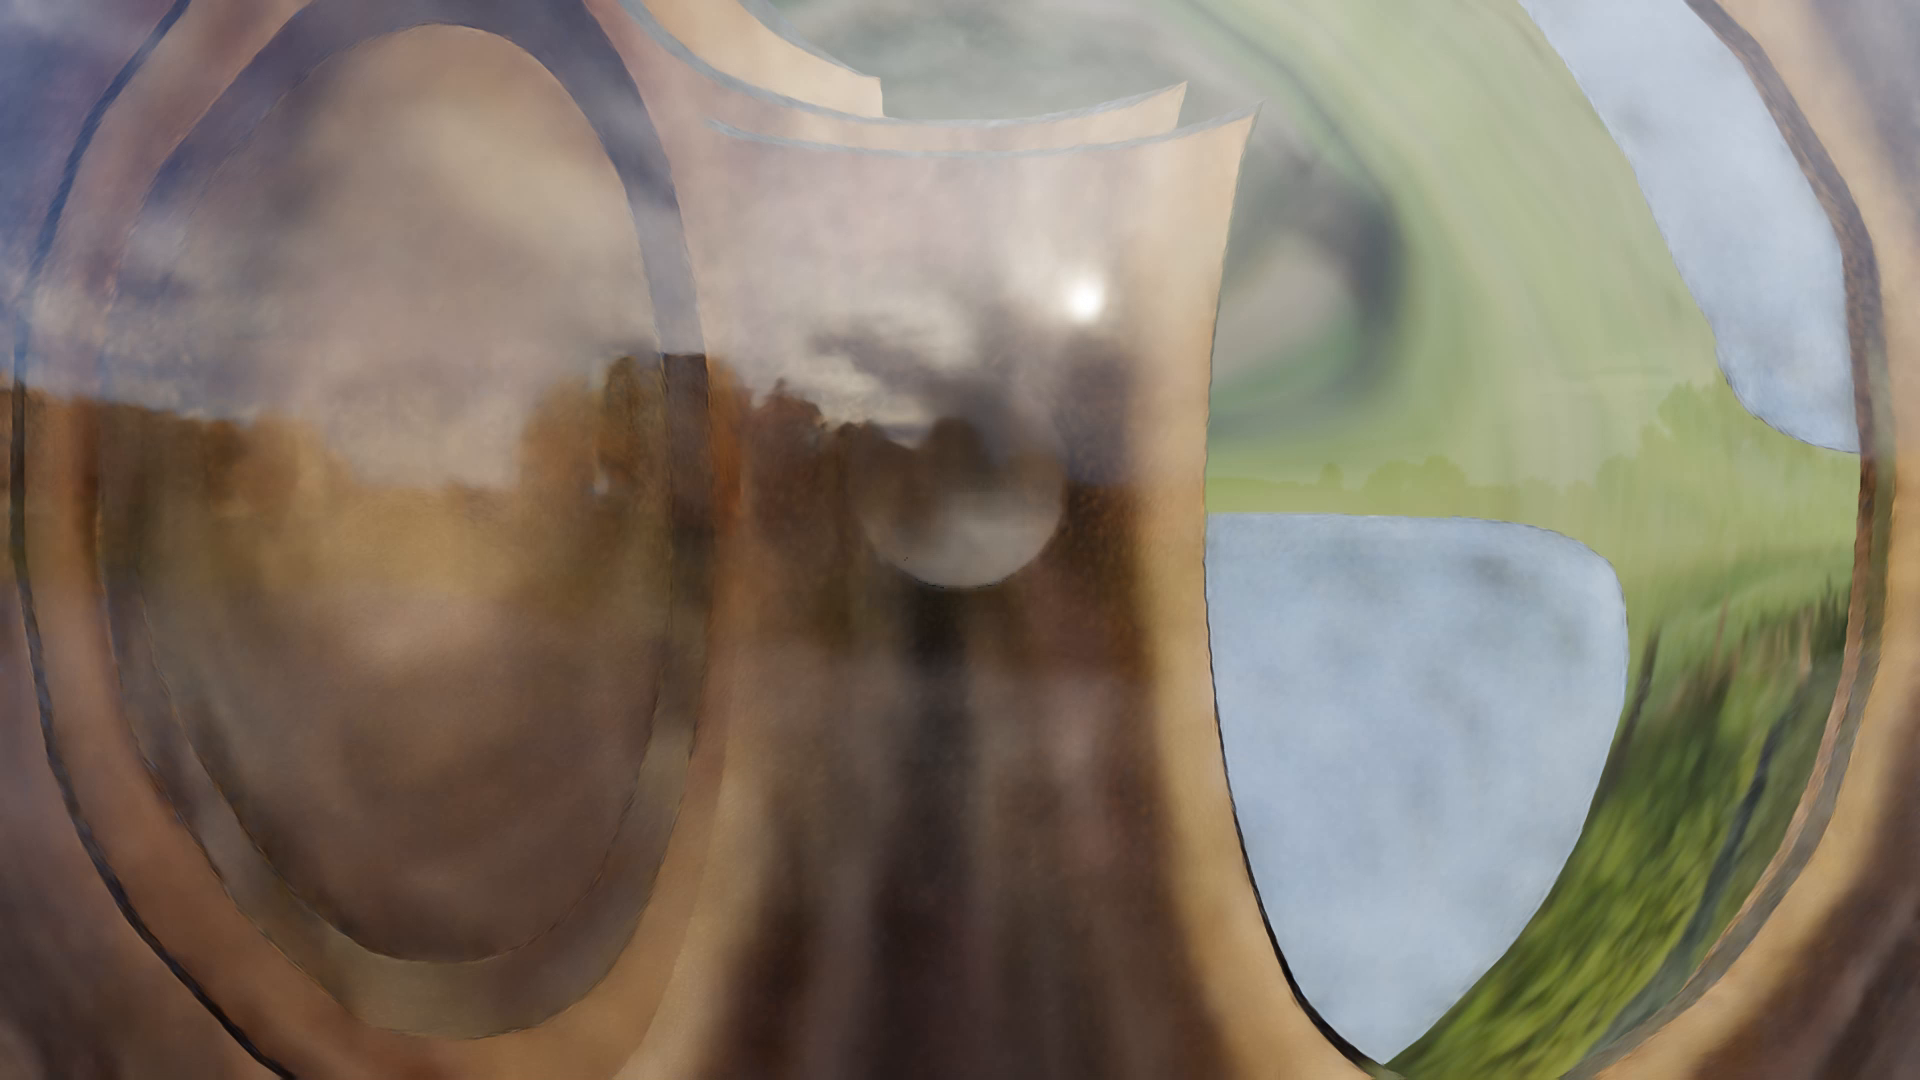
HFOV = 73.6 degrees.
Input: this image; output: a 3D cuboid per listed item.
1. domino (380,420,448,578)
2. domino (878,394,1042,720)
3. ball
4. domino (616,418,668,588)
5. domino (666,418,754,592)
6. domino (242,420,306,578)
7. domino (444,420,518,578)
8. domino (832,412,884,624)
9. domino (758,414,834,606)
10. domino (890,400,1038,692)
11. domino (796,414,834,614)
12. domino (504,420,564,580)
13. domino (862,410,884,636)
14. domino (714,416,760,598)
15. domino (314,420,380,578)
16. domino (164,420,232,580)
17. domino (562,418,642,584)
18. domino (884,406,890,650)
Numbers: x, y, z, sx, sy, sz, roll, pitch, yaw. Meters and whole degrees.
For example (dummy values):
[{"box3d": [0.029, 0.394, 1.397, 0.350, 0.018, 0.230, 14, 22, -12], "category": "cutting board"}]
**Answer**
[{"box3d": [-0.177, -0.014, 0.419, 0.010, 0.050, 0.025, 0, 4, 4], "category": "domino"}, {"box3d": [0.000, 0.002, 0.201, 0.025, 0.050, 0.009, 0, 4, 0], "category": "domino"}, {"box3d": [0.000, -0.002, 0.056, 0.080, 0.080, 0.080, 0, 4, 0], "category": "ball"}, {"box3d": [-0.092, -0.012, 0.392, 0.010, 0.050, 0.025, 3, 5, 31], "category": "domino"}, {"box3d": [-0.074, -0.011, 0.379, 0.010, 0.050, 0.025, 3, 5, 38], "category": "domino"}, {"box3d": [-0.222, -0.014, 0.416, 0.010, 0.050, 0.025, -1, 4, -10], "category": "domino"}, {"box3d": [-0.155, -0.014, 0.416, 0.009, 0.050, 0.025, 1, 4, 11], "category": "domino"}, {"box3d": [-0.017, -0.006, 0.310, 0.025, 0.050, 0.010, -2, 5, -26], "category": "domino"}, {"box3d": [-0.041, -0.009, 0.348, 0.025, 0.050, 0.010, -3, 6, -39], "category": "domino"}, {"box3d": [0.001, 0.001, 0.223, 0.025, 0.050, 0.010, 0, 4, 2], "category": "domino"}, {"box3d": [-0.028, -0.007, 0.330, 0.025, 0.050, 0.009, -3, 5, -32], "category": "domino"}, {"box3d": [-0.133, -0.013, 0.411, 0.009, 0.050, 0.025, 1, 5, 18], "category": "domino"}, {"box3d": [-0.009, -0.004, 0.289, 0.025, 0.050, 0.010, -1, 5, -19], "category": "domino"}, {"box3d": [-0.057, -0.010, 0.365, 0.010, 0.050, 0.025, 4, 6, 44], "category": "domino"}, {"box3d": [-0.200, -0.014, 0.419, 0.009, 0.050, 0.025, 0, 4, -4], "category": "domino"}, {"box3d": [-0.244, -0.013, 0.412, 0.010, 0.050, 0.025, -1, 4, -11], "category": "domino"}, {"box3d": [-0.112, -0.013, 0.403, 0.010, 0.050, 0.025, 2, 5, 24], "category": "domino"}, {"box3d": [-0.003, -0.003, 0.268, 0.025, 0.050, 0.009, -1, 4, -12], "category": "domino"}]
